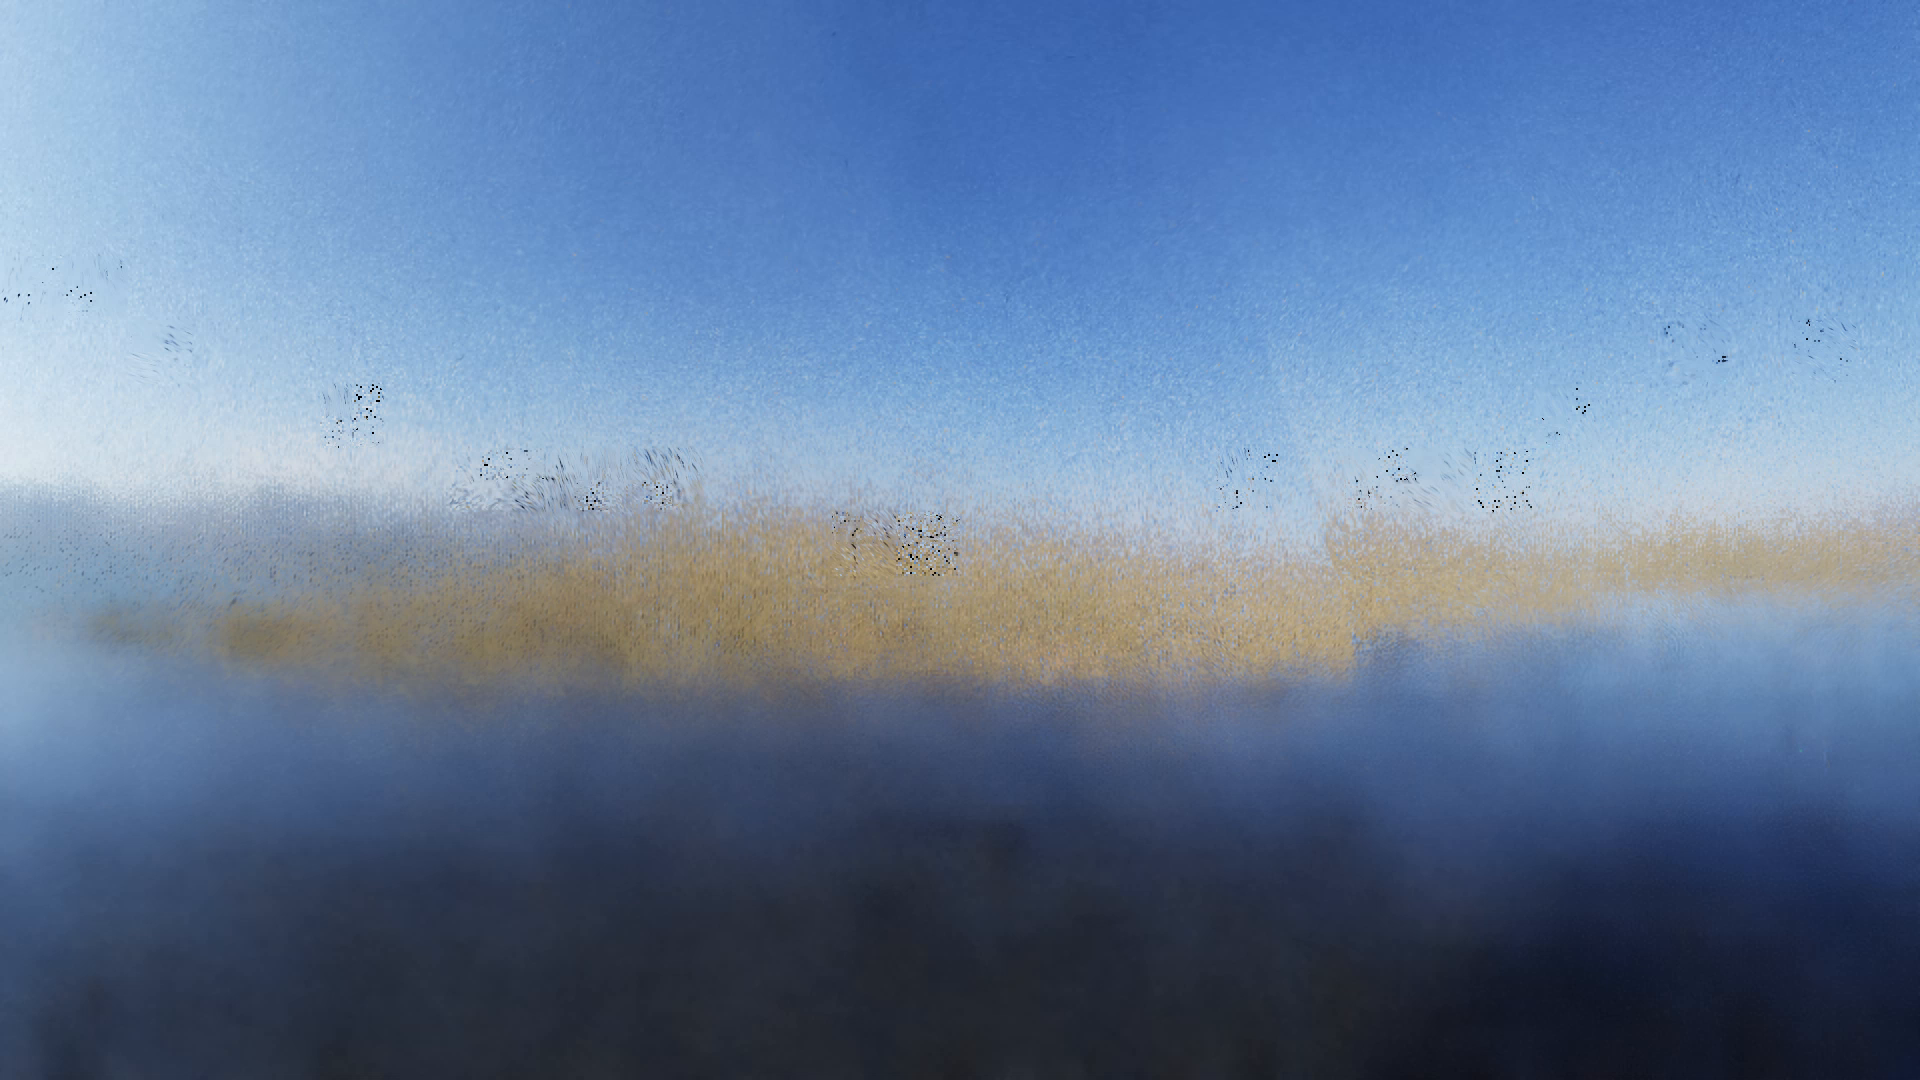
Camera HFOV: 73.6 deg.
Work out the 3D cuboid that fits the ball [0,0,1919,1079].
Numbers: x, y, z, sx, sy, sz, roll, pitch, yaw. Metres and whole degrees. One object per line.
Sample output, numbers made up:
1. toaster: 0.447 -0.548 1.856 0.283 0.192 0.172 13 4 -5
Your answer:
1. ball: 0.000 -0.002 0.056 0.080 0.080 0.080 0 4 0
